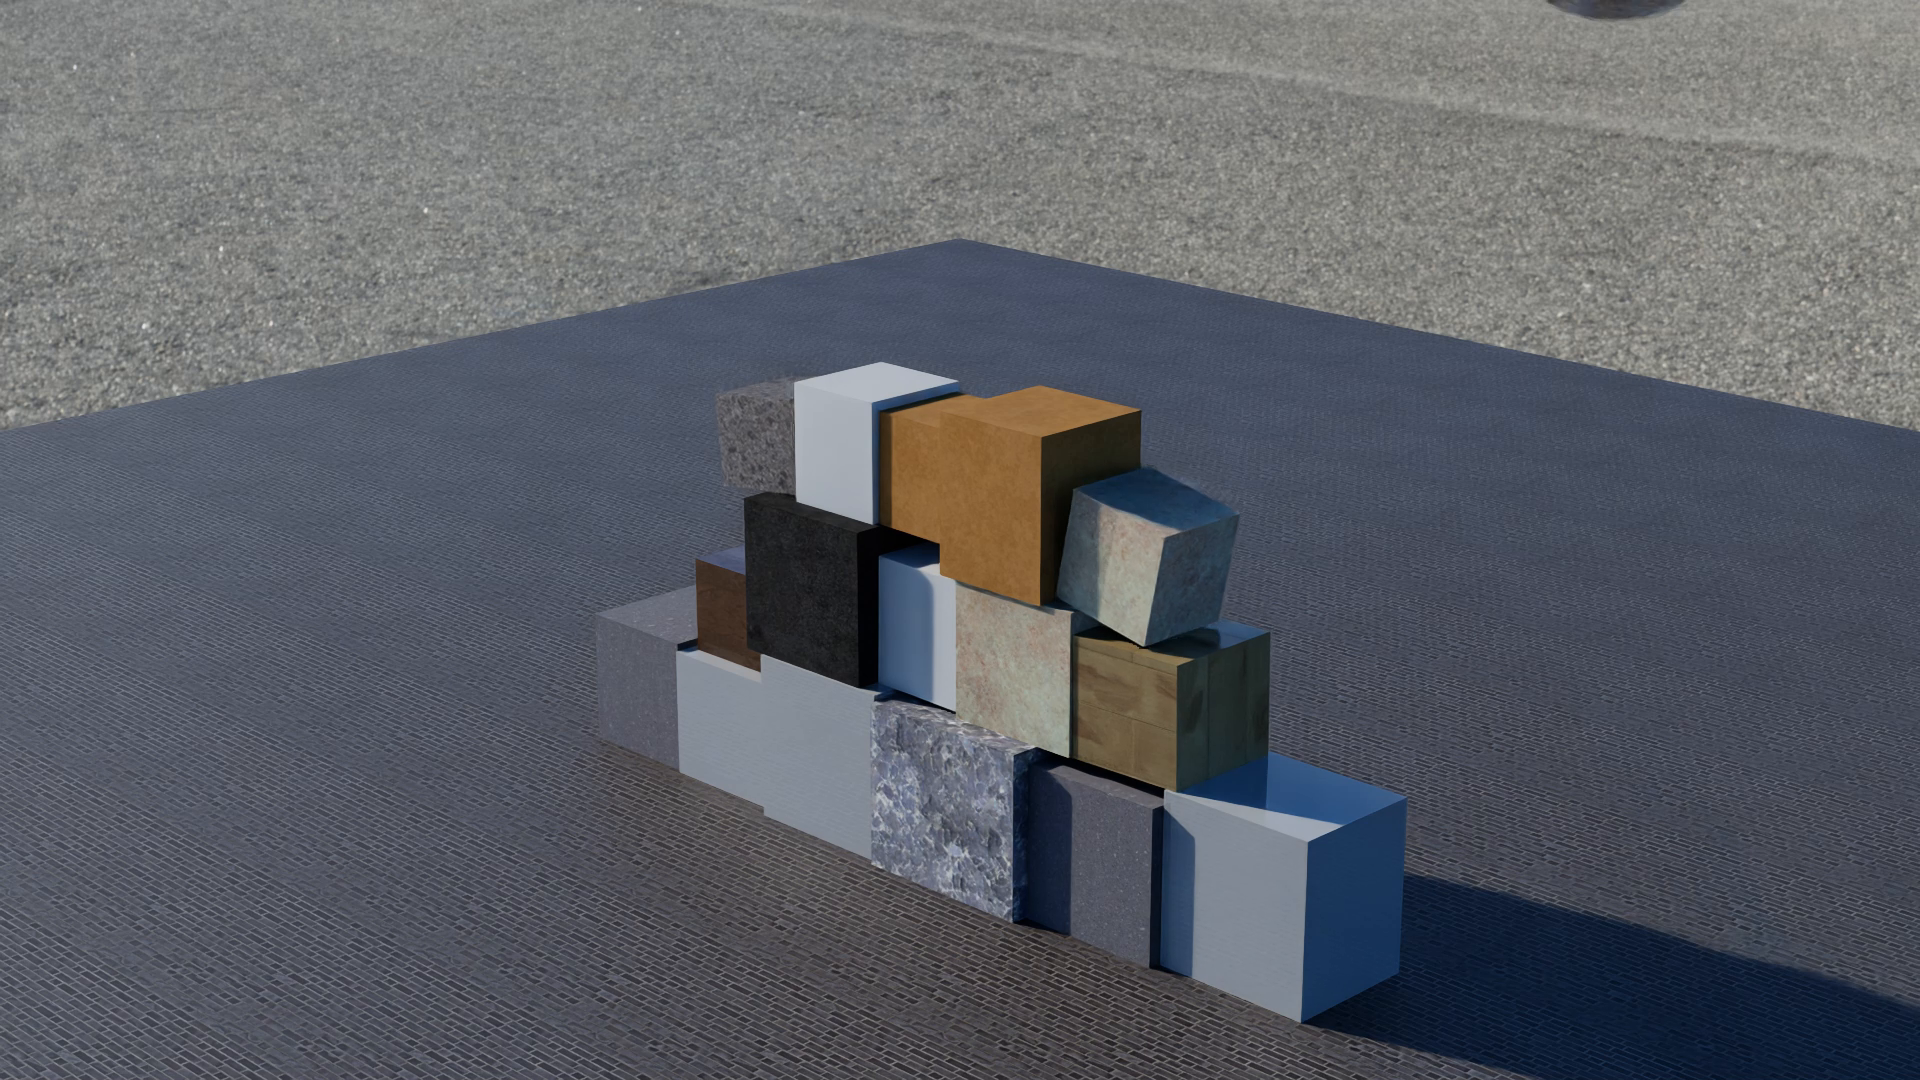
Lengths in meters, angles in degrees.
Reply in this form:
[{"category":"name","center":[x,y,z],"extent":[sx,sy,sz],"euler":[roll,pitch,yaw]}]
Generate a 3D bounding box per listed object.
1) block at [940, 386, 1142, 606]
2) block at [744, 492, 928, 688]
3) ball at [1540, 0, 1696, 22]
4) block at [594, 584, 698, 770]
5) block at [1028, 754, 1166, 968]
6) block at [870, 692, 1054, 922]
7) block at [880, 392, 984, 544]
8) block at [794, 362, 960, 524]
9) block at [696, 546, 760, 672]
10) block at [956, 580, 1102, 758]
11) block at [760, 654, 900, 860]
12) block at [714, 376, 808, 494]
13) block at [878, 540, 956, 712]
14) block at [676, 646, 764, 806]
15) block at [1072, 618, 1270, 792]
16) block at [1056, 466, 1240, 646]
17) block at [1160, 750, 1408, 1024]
[{"category":"block","center":[0.351,-0.206,12.890],"extent":[0.633,0.752,0.612],"euler":[-17,24,-42]},{"category":"block","center":[-0.459,0.158,13.859],"extent":[0.792,0.748,0.775],"euler":[-17,24,-42]},{"category":"ball","center":[3.610,-3.631,15.984],"extent":[1.600,1.600,1.600],"euler":[0,17,0]},{"category":"block","center":[-1.391,0.695,15.013],"extent":[0.665,0.672,0.654],"euler":[-17,24,-42]},{"category":"block","center":[0.822,1.324,12.910],"extent":[0.760,0.734,0.721],"euler":[-17,24,-42]},{"category":"block","center":[0.225,1.124,13.443],"extent":[0.888,0.795,0.907],"euler":[-17,24,-42]},{"category":"block","center":[-0.024,-0.325,13.272],"extent":[0.491,0.534,0.473],"euler":[-17,25,-42]},{"category":"block","center":[-0.384,-0.457,13.611],"extent":[0.555,0.574,0.520],"euler":[-17,24,-42]},{"category":"block","center":[-0.910,0.314,14.423],"extent":[0.552,0.473,0.537],"euler":[-17,24,-42]},{"category":"block","center":[0.457,0.486,13.043],"extent":[0.652,0.661,0.692],"euler":[-17,24,-42]},{"category":"block","center":[-0.373,0.929,14.019],"extent":[0.834,0.820,0.780],"euler":[-17,24,-42]},{"category":"block","center":[-0.789,-0.505,14.005],"extent":[0.500,0.448,0.527],"euler":[-17,16,-42]},{"category":"block","center":[0.005,0.364,13.432],"extent":[0.555,0.616,0.514],"euler":[-17,25,-42]},{"category":"block","center":[-0.911,0.858,14.547],"extent":[0.682,0.639,0.703],"euler":[-17,24,-42]},{"category":"block","center":[0.908,0.667,12.614],"extent":[0.607,0.562,0.591],"euler":[-17,23,-42]},{"category":"block","center":[0.798,0.064,12.516],"extent":[0.483,0.515,0.522],"euler":[-17,35,-42]},{"category":"block","center":[1.363,1.447,12.397],"extent":[0.663,0.806,0.768],"euler":[-17,24,-42]}]
